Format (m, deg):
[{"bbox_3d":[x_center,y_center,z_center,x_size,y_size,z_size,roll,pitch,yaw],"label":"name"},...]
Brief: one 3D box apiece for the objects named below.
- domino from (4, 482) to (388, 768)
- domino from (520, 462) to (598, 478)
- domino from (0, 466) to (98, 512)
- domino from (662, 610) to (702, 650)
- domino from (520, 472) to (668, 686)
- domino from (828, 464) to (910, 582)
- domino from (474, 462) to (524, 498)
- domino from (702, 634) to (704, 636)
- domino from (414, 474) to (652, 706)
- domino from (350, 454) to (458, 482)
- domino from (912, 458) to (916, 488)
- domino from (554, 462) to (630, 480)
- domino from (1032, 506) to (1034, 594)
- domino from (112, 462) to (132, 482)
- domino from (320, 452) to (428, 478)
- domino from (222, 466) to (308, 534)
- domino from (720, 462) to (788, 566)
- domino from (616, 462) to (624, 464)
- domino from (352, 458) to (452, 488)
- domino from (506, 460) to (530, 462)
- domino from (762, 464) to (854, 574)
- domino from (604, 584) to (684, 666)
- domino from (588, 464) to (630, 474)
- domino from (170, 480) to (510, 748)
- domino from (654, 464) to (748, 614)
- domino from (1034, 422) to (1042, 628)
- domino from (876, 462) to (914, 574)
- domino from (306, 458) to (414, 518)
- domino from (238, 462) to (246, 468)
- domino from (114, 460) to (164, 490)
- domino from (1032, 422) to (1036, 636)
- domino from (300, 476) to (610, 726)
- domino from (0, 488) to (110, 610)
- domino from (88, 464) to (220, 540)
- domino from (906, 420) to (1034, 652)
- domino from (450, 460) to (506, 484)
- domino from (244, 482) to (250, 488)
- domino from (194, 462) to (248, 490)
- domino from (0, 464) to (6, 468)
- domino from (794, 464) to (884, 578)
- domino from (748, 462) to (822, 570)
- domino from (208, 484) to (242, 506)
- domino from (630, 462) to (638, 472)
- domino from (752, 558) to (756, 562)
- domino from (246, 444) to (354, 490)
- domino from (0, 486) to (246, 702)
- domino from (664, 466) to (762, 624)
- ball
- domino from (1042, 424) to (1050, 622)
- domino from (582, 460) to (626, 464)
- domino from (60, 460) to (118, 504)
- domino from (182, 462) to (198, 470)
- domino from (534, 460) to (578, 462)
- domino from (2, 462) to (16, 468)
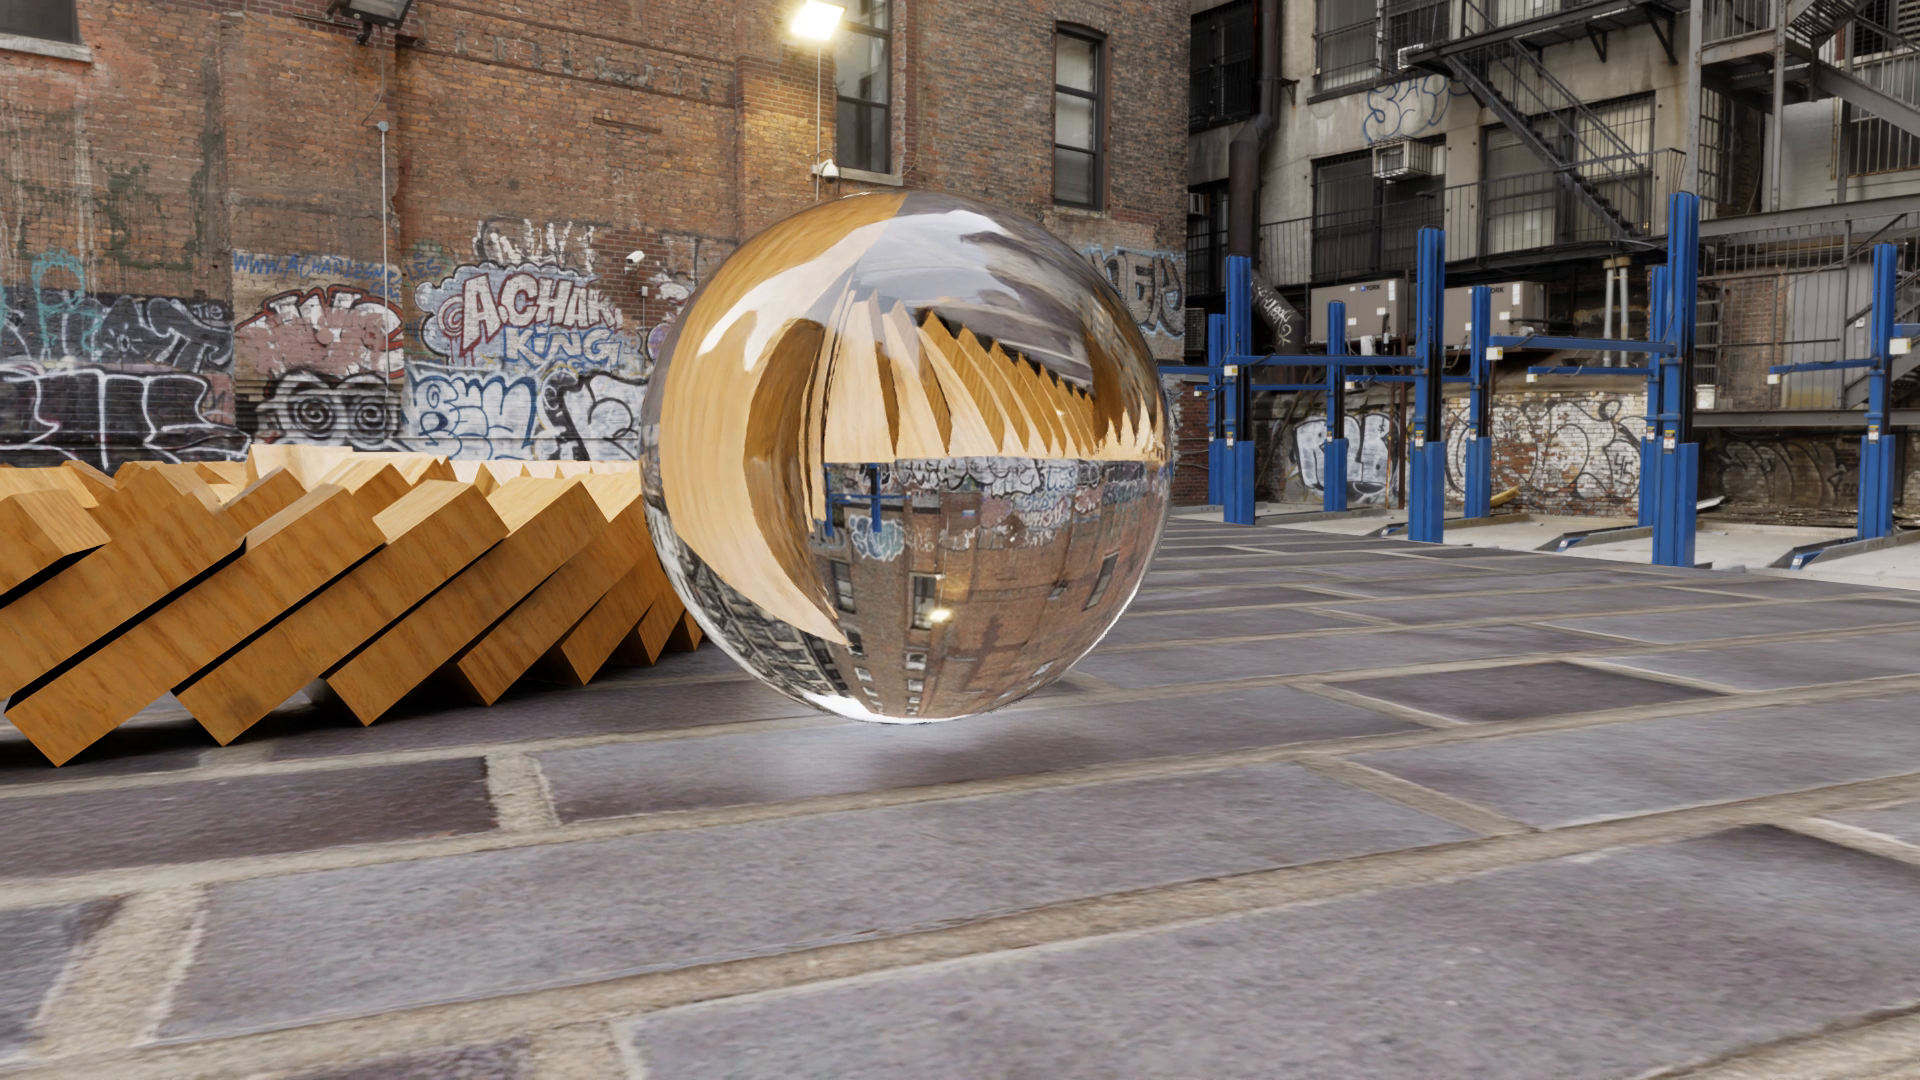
[{"bbox_3d":[-0.111,0.010,0.188,0.050,0.010,0.025,-41,24,-24],"label":"domino"},{"bbox_3d":[-0.114,-0.005,0.393,0.025,0.009,0.050,-4,41,-43],"label":"domino"},{"bbox_3d":[-0.185,0.006,0.231,0.050,0.009,0.025,-38,2,5],"label":"domino"},{"bbox_3d":[-0.063,0.003,0.282,0.025,0.010,0.050,1,39,11],"label":"domino"},{"bbox_3d":[-0.069,0.006,0.246,0.025,0.009,0.050,2,40,28],"label":"domino"},{"bbox_3d":[-0.021,-0.007,0.416,0.025,0.010,0.050,-3,39,-33],"label":"domino"},{"bbox_3d":[-0.129,-0.006,0.403,0.050,0.009,0.025,44,28,28],"label":"domino"},{"bbox_3d":[-0.063,0.002,0.300,0.025,0.010,0.050,1,39,6],"label":"domino"},{"bbox_3d":[-0.075,0.007,0.228,0.025,0.009,0.050,4,41,38],"label":"domino"},{"bbox_3d":[-0.143,-0.001,0.309,0.025,0.010,0.050,1,45,4],"label":"domino"},{"bbox_3d":[0.001,-0.005,0.384,0.025,0.009,0.050,-1,42,-10],"label":"domino"},{"bbox_3d":[-0.100,-0.004,0.381,0.025,0.010,0.050,-3,41,-38],"label":"domino"},{"bbox_3d":[0.004,-0.002,0.283,0.025,0.050,0.009,0,-27,4],"label":"domino"},{"bbox_3d":[-0.282,-0.011,0.470,0.050,0.009,0.025,35,-9,-20],"label":"domino"},{"bbox_3d":[-0.151,-0.002,0.326,0.025,0.010,0.050,-1,46,-14],"label":"domino"},{"bbox_3d":[-0.153,0.005,0.254,0.050,0.009,0.025,-43,23,-21],"label":"domino"},{"bbox_3d":[-0.075,-0.010,0.464,0.050,0.009,0.025,42,28,29],"label":"domino"},{"bbox_3d":[-0.106,-0.012,0.482,0.050,0.009,0.025,40,22,23],"label":"domino"},{"bbox_3d":[-0.140,0.001,0.291,0.025,0.010,0.050,2,44,21],"label":"domino"},{"bbox_3d":[-0.158,-0.013,0.497,0.050,0.010,0.025,36,12,9],"label":"domino"},{"bbox_3d":[-0.047,-0.008,0.441,0.025,0.010,0.050,-4,39,-43],"label":"domino"},{"bbox_3d":[-0.066,0.004,0.265,0.025,0.009,0.050,1,39,15],"label":"domino"},{"bbox_3d":[-0.088,-0.003,0.368,0.025,0.009,0.050,-3,40,-31],"label":"domino"},{"bbox_3d":[-0.097,0.009,0.200,0.050,0.009,0.025,-43,28,-27],"label":"domino"},{"bbox_3d":[-0.068,-0.001,0.336,0.025,0.009,0.050,0,40,-8],"label":"domino"},{"bbox_3d":[0.007,-0.004,0.305,0.025,0.050,0.009,0,-27,4],"label":"domino"},{"bbox_3d":[-0.008,-0.006,0.401,0.025,0.010,0.050,-2,40,-20],"label":"domino"},{"bbox_3d":[-0.141,0.003,0.270,0.025,0.010,0.050,6,46,44],"label":"domino"},{"bbox_3d":[-0.248,-0.012,0.484,0.050,0.009,0.025,34,-4,-13],"label":"domino"},{"bbox_3d":[-0.235,-0.006,0.404,0.050,0.010,0.025,36,-6,-14],"label":"domino"},{"bbox_3d":[0.005,-0.003,0.294,0.025,0.050,0.010,0,-27,4],"label":"domino"},{"bbox_3d":[-0.085,0.008,0.213,0.025,0.009,0.050,5,42,46],"label":"domino"},{"bbox_3d":[-0.140,0.012,0.167,0.050,0.009,0.025,-37,16,-15],"label":"domino"},{"bbox_3d":[-0.168,0.005,0.243,0.050,0.009,0.025,-41,15,-12],"label":"domino"},{"bbox_3d":[0.003,-0.002,0.272,0.025,0.050,0.009,0,-27,4],"label":"domino"},{"bbox_3d":[-0.145,-0.007,0.412,0.050,0.009,0.025,42,24,23],"label":"domino"},{"bbox_3d":[-0.200,-0.007,0.414,0.050,0.009,0.025,35,3,-3],"label":"domino"},{"bbox_3d":[-0.218,-0.007,0.410,0.050,0.009,0.025,35,-1,-8],"label":"domino"},{"bbox_3d":[-0.263,-0.005,0.379,0.025,0.009,0.050,5,-30,48],"label":"domino"},{"bbox_3d":[-0.033,-0.007,0.429,0.025,0.009,0.050,-3,39,-37],"label":"domino"},{"bbox_3d":[-0.060,-0.009,0.453,0.025,0.010,0.050,-4,40,-45],"label":"domino"},{"bbox_3d":[-0.193,0.001,0.344,0.050,0.009,0.025,31,15,21],"label":"domino"},{"bbox_3d":[-0.076,-0.002,0.353,0.025,0.009,0.050,-1,40,-18],"label":"domino"},{"bbox_3d":[-0.090,-0.011,0.473,0.050,0.009,0.025,41,25,26],"label":"domino"},{"bbox_3d":[-0.169,-0.004,0.337,0.025,0.009,0.050,-2,49,-40],"label":"domino"},{"bbox_3d":[-0.125,0.011,0.177,0.050,0.009,0.025,-39,20,-19],"label":"domino"},{"bbox_3d":[-0.064,0.000,0.318,0.025,0.009,0.050,0,39,0],"label":"domino"},{"bbox_3d":[-0.008,-0.012,0.195,0.080,0.080,0.080,0,4,0],"label":"ball"},{"bbox_3d":[0.009,-0.005,0.316,0.025,0.050,0.010,1,-27,4],"label":"domino"},{"bbox_3d":[-0.122,-0.012,0.489,0.050,0.010,0.025,39,20,20],"label":"domino"},{"bbox_3d":[-0.251,-0.006,0.394,0.050,0.009,0.025,38,-12,-22],"label":"domino"},{"bbox_3d":[-0.265,-0.011,0.478,0.050,0.009,0.025,34,-6,-16],"label":"domino"},{"bbox_3d":[-0.140,-0.013,0.494,0.050,0.009,0.025,37,15,14],"label":"domino"},{"bbox_3d":[-0.311,-0.009,0.449,0.050,0.009,0.025,38,-18,-31],"label":"domino"}]
